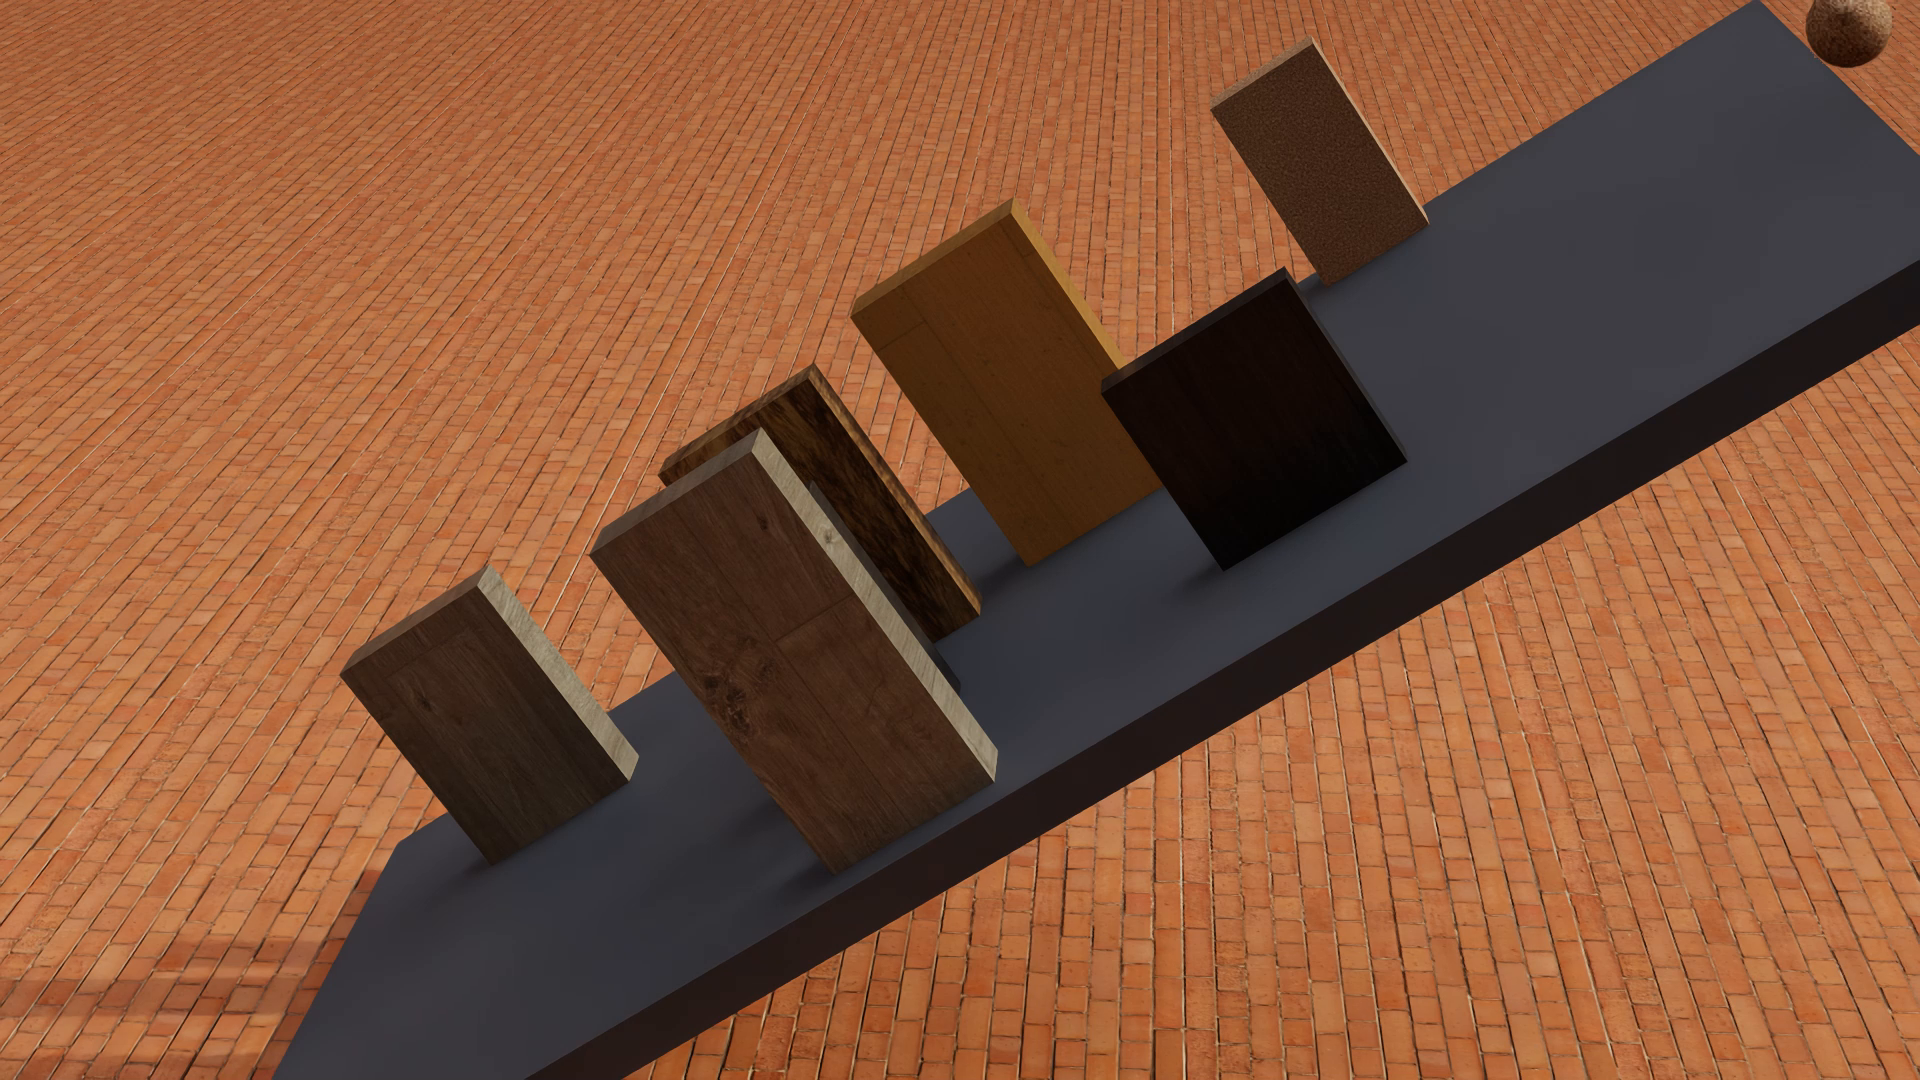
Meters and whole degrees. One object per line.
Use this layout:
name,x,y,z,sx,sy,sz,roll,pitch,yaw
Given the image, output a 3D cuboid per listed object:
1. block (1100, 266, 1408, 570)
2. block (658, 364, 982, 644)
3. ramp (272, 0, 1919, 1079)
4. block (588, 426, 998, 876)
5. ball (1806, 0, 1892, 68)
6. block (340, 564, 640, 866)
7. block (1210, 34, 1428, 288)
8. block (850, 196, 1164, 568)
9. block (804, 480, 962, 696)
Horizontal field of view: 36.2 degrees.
block,0.557,-0.226,5.581,0.410,0.429,0.083,-32,16,14
block,-0.298,-0.007,6.361,0.397,0.641,0.111,-32,16,14
ramp,0.137,0.172,6.301,4.000,0.100,2.000,-32,16,14
block,-0.301,0.213,5.450,0.366,0.773,0.138,-32,16,14
ball,1.708,-0.988,5.651,0.159,0.159,0.159,0,21,0
block,-1.105,0.415,6.932,0.411,0.589,0.141,-32,16,14
block,0.829,-0.873,6.793,0.276,0.504,0.105,-32,16,14
block,0.132,-0.336,6.344,0.413,0.681,0.141,-32,16,14
block,-0.327,0.218,5.958,0.426,0.530,0.134,-32,16,14
